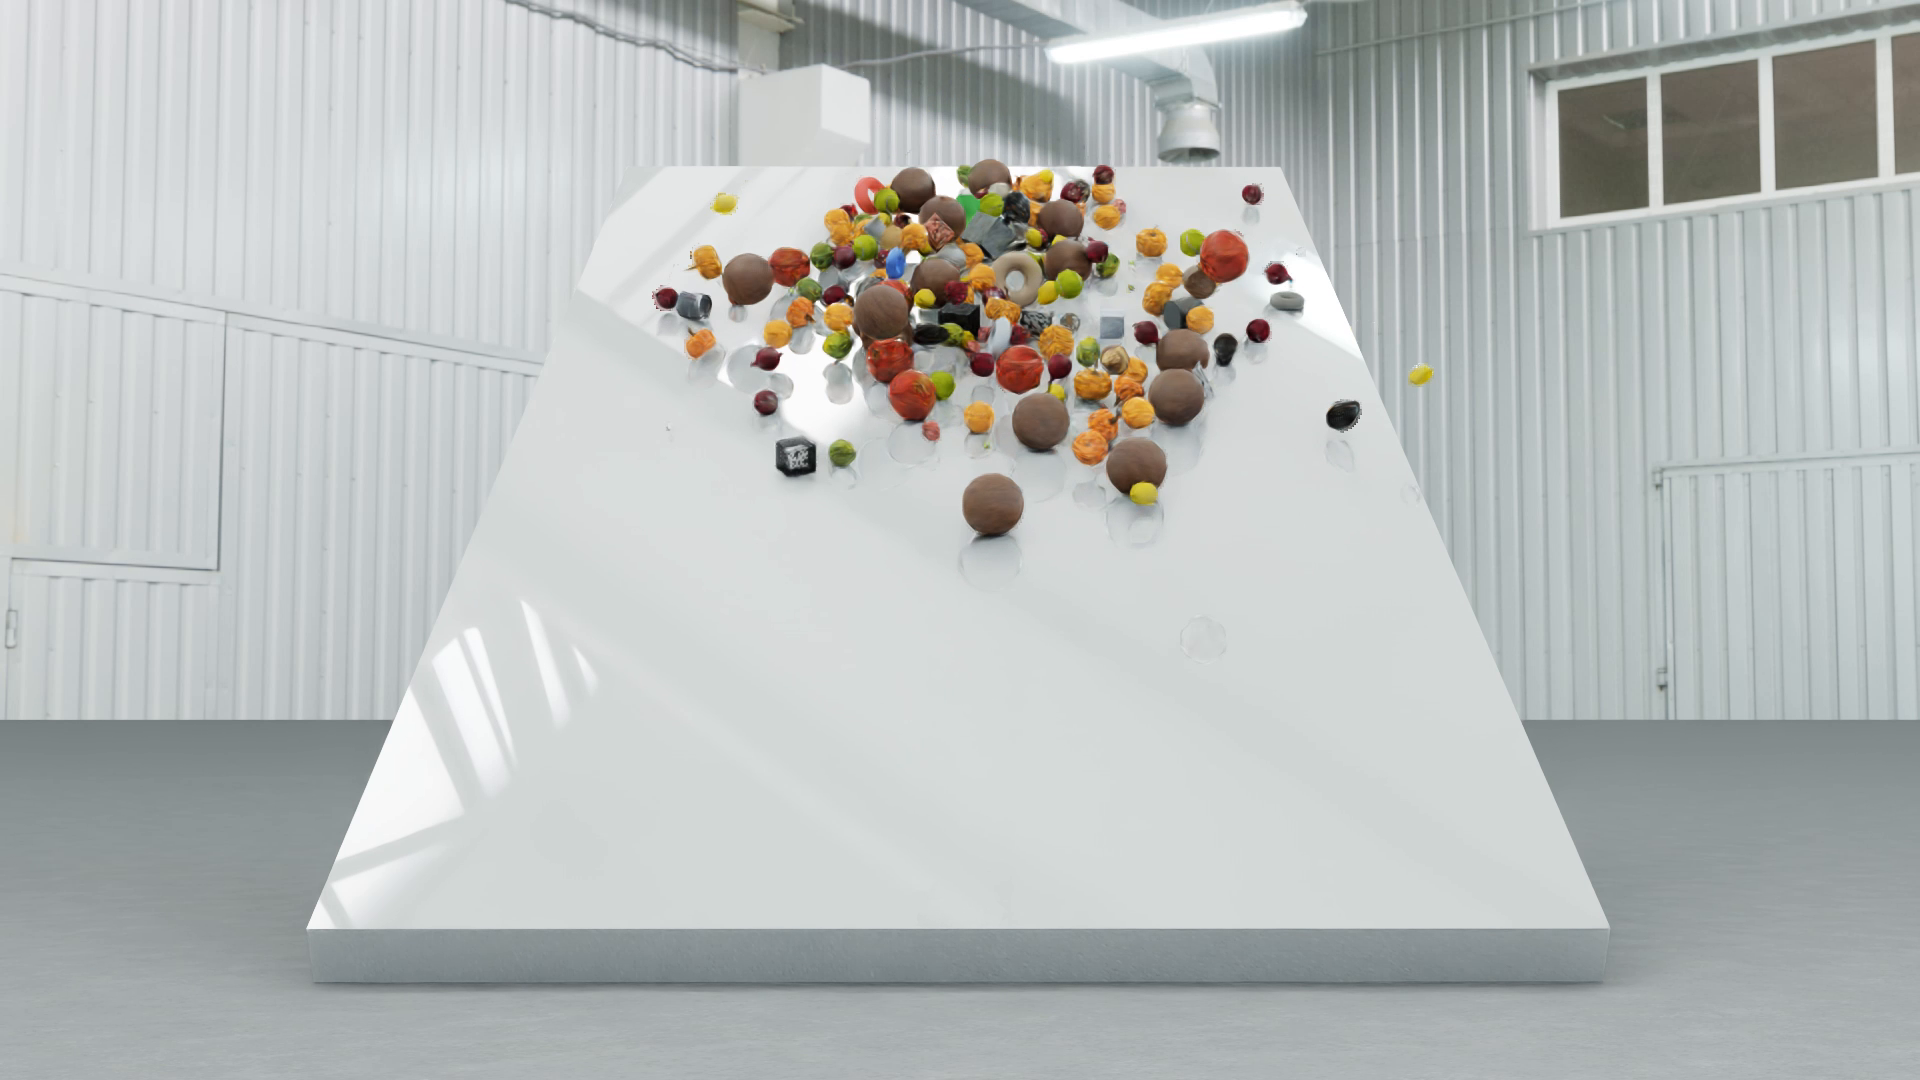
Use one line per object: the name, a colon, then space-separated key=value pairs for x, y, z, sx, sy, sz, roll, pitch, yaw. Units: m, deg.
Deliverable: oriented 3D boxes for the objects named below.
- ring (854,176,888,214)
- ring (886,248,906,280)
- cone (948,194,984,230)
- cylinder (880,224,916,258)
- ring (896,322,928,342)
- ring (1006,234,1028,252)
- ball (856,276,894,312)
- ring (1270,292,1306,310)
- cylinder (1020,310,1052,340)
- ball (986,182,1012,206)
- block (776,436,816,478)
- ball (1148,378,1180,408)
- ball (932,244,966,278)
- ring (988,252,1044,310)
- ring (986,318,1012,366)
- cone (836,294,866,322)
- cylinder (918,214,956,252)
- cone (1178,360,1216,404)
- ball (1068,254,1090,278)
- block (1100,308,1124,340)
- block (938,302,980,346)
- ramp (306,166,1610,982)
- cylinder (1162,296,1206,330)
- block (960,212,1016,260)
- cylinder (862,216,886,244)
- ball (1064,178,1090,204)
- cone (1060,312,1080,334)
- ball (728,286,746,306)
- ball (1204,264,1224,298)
ring: x=-0.254 y=-0.983 z=6.713 sx=0.114 sy=0.114 sz=0.038 roll=4 pitch=-13 yaw=-44
ring: x=-0.164 y=-0.700 z=5.975 sx=0.028 sy=0.084 sz=0.084 roll=7 pitch=-2 yaw=21
cone: x=0.008 y=-0.910 z=6.528 sx=0.099 sy=0.099 sz=0.099 roll=1 pitch=8 yaw=-10
cylinder: x=-0.171 y=-0.814 z=6.404 sx=0.071 sy=0.071 sz=0.071 roll=29 pitch=2 yaw=12
ring: x=-0.121 y=-0.521 z=5.888 sx=0.081 sy=0.027 sz=0.081 roll=-1 pitch=27 yaw=0
ring: x=0.139 y=-0.821 z=6.504 sx=0.095 sy=0.032 sz=0.095 roll=3 pitch=31 yaw=-2
ball: x=-0.218 y=-0.630 z=6.037 sx=0.095 sy=0.095 sz=0.095 roll=0 pitch=-4 yaw=0
ring: x=0.848 y=-0.619 z=6.094 sx=0.093 sy=0.031 sz=0.093 roll=1 pitch=26 yaw=-1
cylinder: x=0.191 y=-0.536 z=5.871 sx=0.069 sy=0.069 sz=0.069 roll=8 pitch=-3 yaw=12
ball: x=0.112 y=-0.977 z=6.665 sx=0.072 sy=0.072 sz=0.072 roll=0 pitch=-4 yaw=0
block: x=-0.359 y=-0.182 z=5.144 sx=0.064 sy=0.064 sz=0.064 roll=-14 pitch=29 yaw=-27
ball: x=0.475 y=-0.343 z=5.473 sx=0.071 sy=0.071 sz=0.071 roll=0 pitch=-4 yaw=0
ball: x=-0.029 y=-0.743 z=6.273 sx=0.094 sy=0.094 sz=0.094 roll=0 pitch=-4 yaw=0
ring: x=0.143 y=-0.670 z=6.071 sx=0.148 sy=0.148 sz=0.049 roll=1 pitch=6 yaw=-9
ring: x=0.094 y=-0.477 z=5.652 sx=0.039 sy=0.117 sz=0.117 roll=11 pitch=-6 yaw=-10
cone: x=-0.266 y=-0.583 z=6.010 sx=0.072 sy=0.072 sz=0.072 roll=-4 pitch=-12 yaw=44
cylinder: x=-0.063 y=-0.798 z=6.126 sx=0.071 sy=0.071 sz=0.071 roll=42 pitch=-14 yaw=-10
cone: x=0.559 y=-0.381 z=5.529 sx=0.091 sy=0.091 sz=0.091 roll=0 pitch=26 yaw=0
ball: x=0.318 y=-0.734 z=6.293 sx=0.061 sy=0.061 sz=0.061 roll=0 pitch=-4 yaw=0
block: x=0.381 y=-0.543 z=5.900 sx=0.059 sy=0.059 sz=0.059 roll=3 pitch=26 yaw=6
block: x=-0.003 y=-0.541 z=5.871 sx=0.079 sy=0.079 sz=0.079 roll=10 pitch=28 yaw=20
ramp: x=-0.010 y=-0.229 z=5.431 sx=2.000 sy=0.100 sz=4.000 roll=0 pitch=26 yaw=0
cylinder: x=0.567 y=-0.574 z=5.944 sx=0.077 sy=0.077 sz=0.077 roll=-15 pitch=4 yaw=-29
block: x=0.076 y=-0.827 z=6.407 sx=0.088 sy=0.088 sz=0.088 roll=28 pitch=-8 yaw=47
cylinder: x=-0.230 y=-0.850 z=6.450 sx=0.053 sy=0.053 sz=0.053 roll=-37 pitch=14 yaw=11
ball: x=0.342 y=-1.015 z=6.857 sx=0.076 sy=0.076 sz=0.076 roll=0 pitch=-4 yaw=0
cone: x=0.285 y=-0.545 z=5.945 sx=0.052 sy=0.052 sz=0.052 roll=-1 pitch=-3 yaw=18
ball: x=-0.578 y=-0.633 z=6.092 sx=0.050 sy=0.050 sz=0.050 roll=0 pitch=-4 yaw=0
ball: x=0.618 y=-0.648 z=5.887 sx=0.081 sy=0.081 sz=0.081 roll=0 pitch=-4 yaw=0
